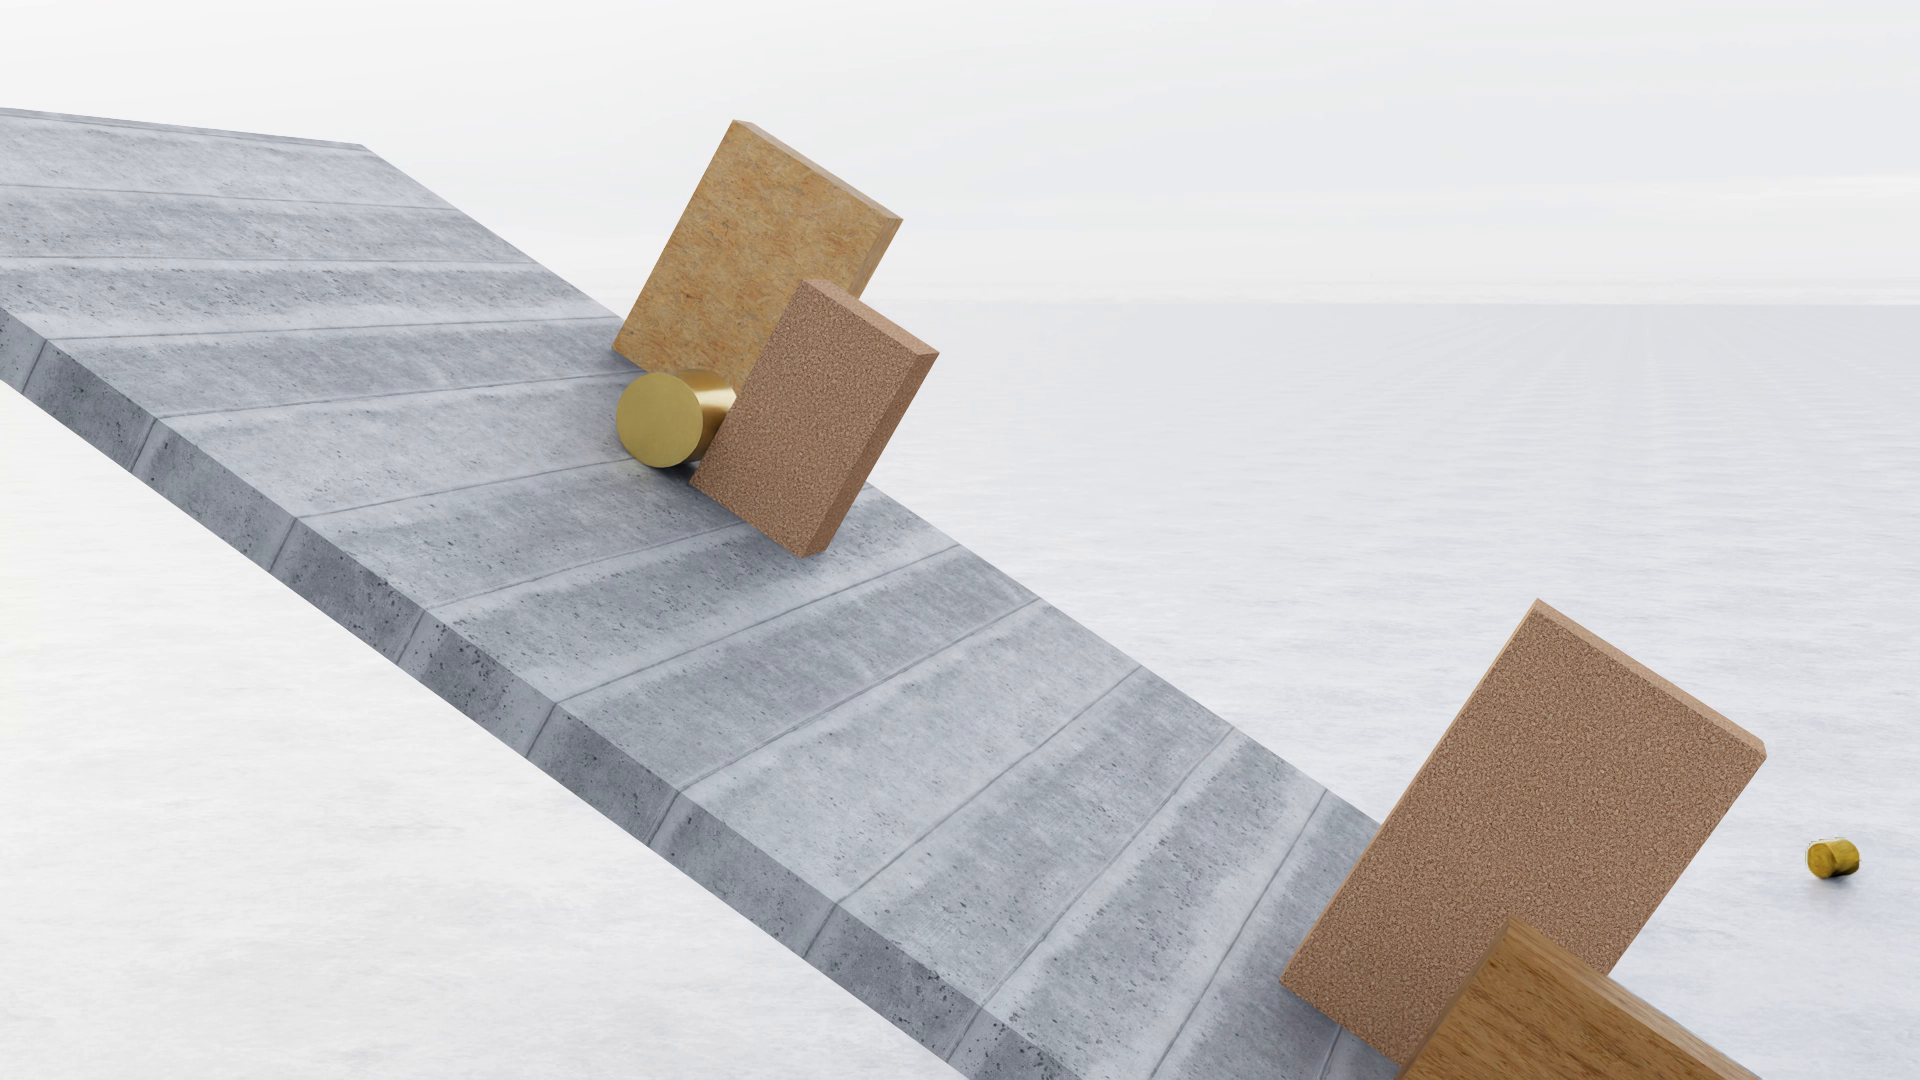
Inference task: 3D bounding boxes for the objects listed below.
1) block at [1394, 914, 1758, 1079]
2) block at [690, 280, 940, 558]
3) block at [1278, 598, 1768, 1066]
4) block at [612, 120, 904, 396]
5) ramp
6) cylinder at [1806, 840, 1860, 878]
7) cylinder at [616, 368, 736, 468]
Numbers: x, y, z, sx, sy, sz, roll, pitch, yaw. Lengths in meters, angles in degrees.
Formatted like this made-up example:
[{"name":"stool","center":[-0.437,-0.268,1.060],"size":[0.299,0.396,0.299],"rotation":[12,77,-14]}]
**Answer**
[{"name":"block","center":[0.830,0.834,3.128],"size":[0.400,0.443,0.097],"rotation":[34,15,11]},{"name":"block","center":[-0.292,-0.245,4.407],"size":[0.280,0.476,0.141],"rotation":[34,15,11]},{"name":"block","center":[0.920,0.536,3.639],"size":[0.423,0.768,0.126],"rotation":[34,15,11]},{"name":"block","center":[-0.459,-0.575,4.937],"size":[0.422,0.590,0.111],"rotation":[34,15,11]},{"name":"ramp","center":[-0.162,0.268,4.117],"size":[4.000,0.100,2.000],"rotation":[34,15,11]},{"name":"cylinder","center":[2.686,0.981,6.761],"size":[0.109,0.109,0.109],"rotation":[-2,7,-29]},{"name":"cylinder","center":[-0.568,-0.248,4.445],"size":[0.189,0.189,0.189],"rotation":[2,7,17]}]
